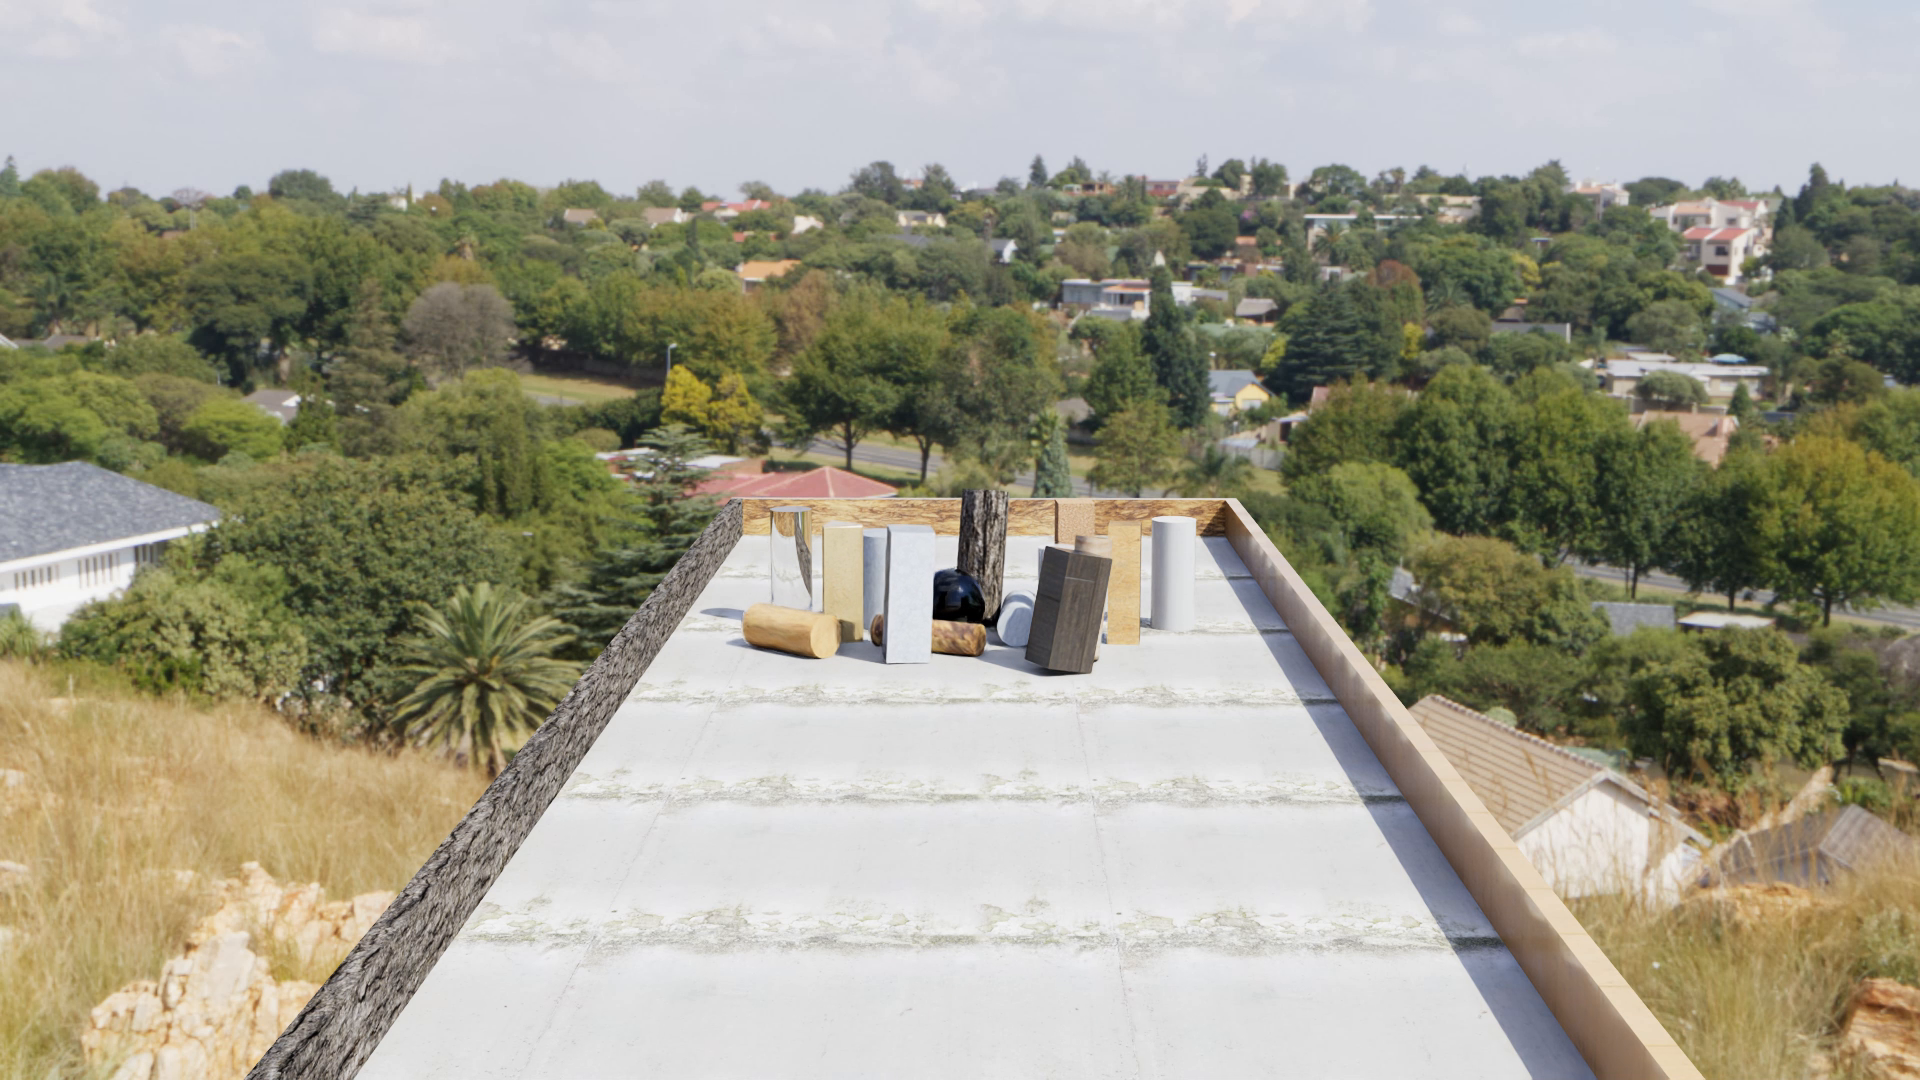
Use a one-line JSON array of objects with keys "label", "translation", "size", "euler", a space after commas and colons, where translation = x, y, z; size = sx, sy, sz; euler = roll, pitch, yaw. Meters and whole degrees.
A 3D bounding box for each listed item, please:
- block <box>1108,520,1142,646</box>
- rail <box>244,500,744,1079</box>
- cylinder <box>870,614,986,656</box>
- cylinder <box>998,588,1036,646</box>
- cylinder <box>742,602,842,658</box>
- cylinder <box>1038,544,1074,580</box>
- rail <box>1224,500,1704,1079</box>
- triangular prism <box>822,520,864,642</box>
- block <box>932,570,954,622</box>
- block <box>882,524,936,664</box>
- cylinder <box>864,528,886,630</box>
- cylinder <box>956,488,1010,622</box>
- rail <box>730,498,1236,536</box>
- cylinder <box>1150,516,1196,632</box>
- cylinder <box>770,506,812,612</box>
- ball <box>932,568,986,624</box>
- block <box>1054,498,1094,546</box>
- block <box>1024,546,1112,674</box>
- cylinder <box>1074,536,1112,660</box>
[{"label": "block", "translation": [0.519, 0.135, 6.946], "size": [0.100, 0.379, 0.100], "euler": [1, 9, 7]}, {"label": "rail", "translation": [-1.004, 0.839, 3.234], "size": [0.050, 0.150, 12.000], "euler": [0, 9, 1]}, {"label": "cylinder", "translation": [-0.099, 0.295, 6.829], "size": [0.353, 0.100, 0.100], "euler": [4, 10, 26]}, {"label": "cylinder", "translation": [0.190, 0.247, 7.050], "size": [0.125, 0.125, 0.335], "euler": [1, 9, 4]}, {"label": "cylinder", "translation": [-0.522, 0.279, 6.818], "size": [0.301, 0.135, 0.135], "euler": [8, 12, 41]}, {"label": "cylinder", "translation": [0.308, 0.173, 6.941], "size": [0.124, 0.306, 0.124], "euler": [0, 9, 0]}, {"label": "rail", "translation": [1.046, 0.843, 3.208], "size": [0.050, 0.150, 12.000], "euler": [0, 9, 1]}, {"label": "triangular prism", "translation": [-0.386, 0.131, 6.979], "size": [0.131, 0.375, 0.114], "euler": [-3, 10, -19]}, {"label": "block", "translation": [-0.104, 0.201, 7.313], "size": [0.133, 0.133, 0.374], "euler": [-1, 9, -7]}, {"label": "block", "translation": [-0.156, 0.163, 6.667], "size": [0.133, 0.401, 0.133], "euler": [1, 11, -8]}, {"label": "cylinder", "translation": [-0.249, 0.128, 7.198], "size": [0.174, 0.310, 0.174], "euler": [1, 10, 0]}, {"label": "cylinder", "translation": [0.070, 0.052, 7.238], "size": [0.156, 0.431, 0.156], "euler": [4, 0, 0]}, {"label": "rail", "translation": [0.099, -0.098, 9.147], "size": [2.100, 0.150, 0.050], "euler": [0, 9, 1]}, {"label": "cylinder", "translation": [0.696, 0.109, 7.186], "size": [0.145, 0.356, 0.145], "euler": [0, 9, 0]}, {"label": "cylinder", "translation": [-0.554, 0.088, 7.226], "size": [0.137, 0.384, 0.137], "euler": [0, 9, 0]}, {"label": "ball", "translation": [-0.030, 0.202, 7.017], "size": [0.224, 0.224, 0.224], "euler": [0, 9, 0]}, {"label": "block", "translation": [0.371, 0.081, 7.156], "size": [0.117, 0.420, 0.117], "euler": [-1, 9, -4]}, {"label": "block", "translation": [0.322, 0.206, 6.531], "size": [0.148, 0.346, 0.148], "euler": [8, 4, -27]}, {"label": "cylinder", "translation": [0.388, 0.174, 6.693], "size": [0.115, 0.367, 0.115], "euler": [7, 1, 0]}]
